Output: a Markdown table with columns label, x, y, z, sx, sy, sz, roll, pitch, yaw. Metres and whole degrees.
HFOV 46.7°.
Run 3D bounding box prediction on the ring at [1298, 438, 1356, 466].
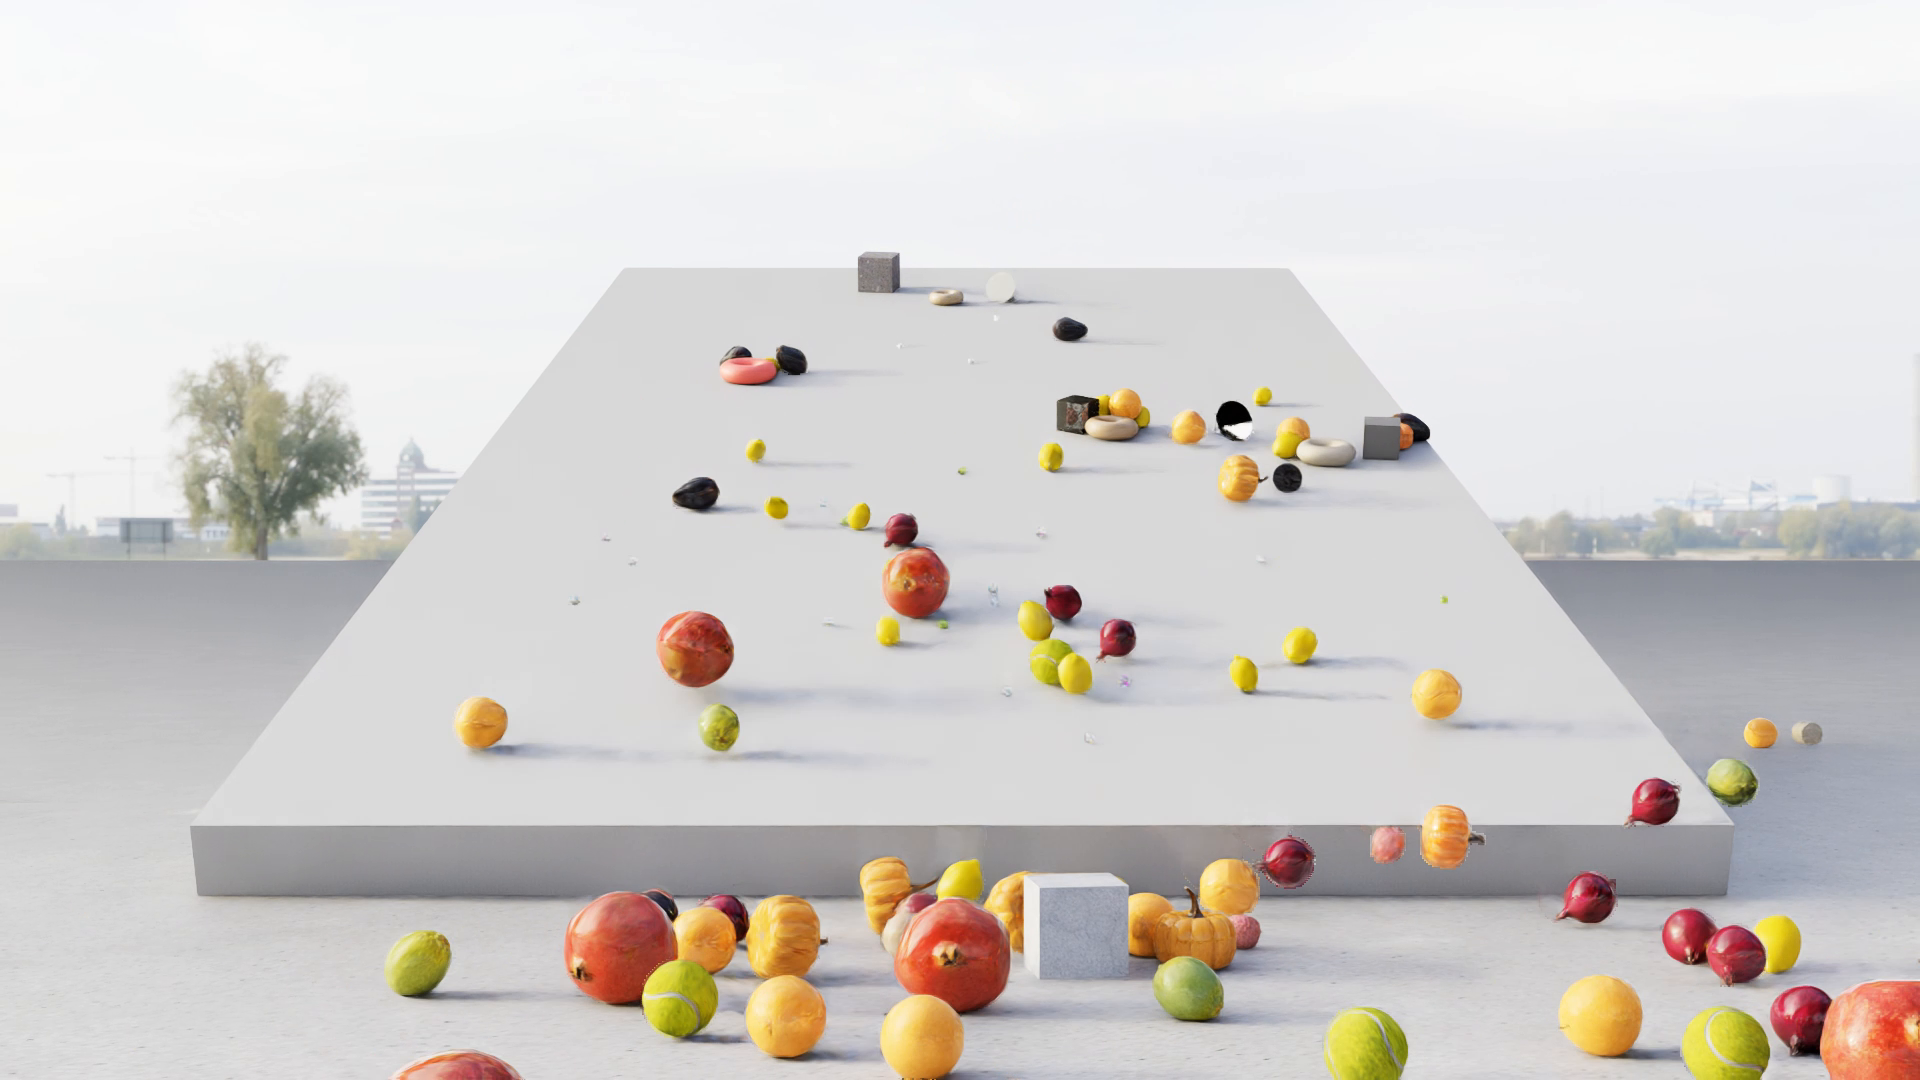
| label | x | y | z | sx | sy | sz | roll | pitch | yaw |
| --- | --- | --- | --- | --- | --- | --- | --- | --- | --- |
| ring | 0.755 | -0.181 | 4.586 | 0.122 | 0.041 | 0.122 | 0 | 16 | 0 |

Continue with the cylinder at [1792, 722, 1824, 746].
| label | x | y | z | sx | sy | sz | roll | pitch | yaw |
| --- | --- | --- | --- | --- | --- | --- | --- | --- | --- |
| cylinder | 1.982 | 0.453 | 5.208 | 0.052 | 0.052 | 0.052 | 0 | 0 | -6 |

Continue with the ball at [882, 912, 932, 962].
| label | x | y | z | sx | sy | sz | roll | pitch | yaw |
| --- | --- | --- | --- | --- | --- | --- | --- | --- | --- |
| ball | -0.058 | 0.435 | 2.439 | 0.054 | 0.054 | 0.054 | 0 | 0 | 0 |

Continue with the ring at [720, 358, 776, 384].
| label | x | y | z | sx | sy | sz | roll | pitch | yaw |
| --- | --- | --- | --- | --- | --- | --- | --- | --- | --- |
| ring | -0.503 | -0.401 | 5.280 | 0.135 | 0.045 | 0.135 | 1 | 17 | 0 |

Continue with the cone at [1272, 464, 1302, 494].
| label | x | y | z | sx | sy | sz | roll | pitch | yaw |
| --- | --- | --- | --- | --- | --- | --- | --- | --- | --- |
| cone | 0.643 | -0.116 | 4.400 | 0.059 | 0.059 | 0.059 | 0 | -9 | -1 |

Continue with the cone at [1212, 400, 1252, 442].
| label | x | y | z | sx | sy | sz | roll | pitch | yaw |
| --- | --- | --- | --- | --- | --- | --- | --- | --- | --- |
| cone | 0.567 | -0.245 | 4.791 | 0.089 | 0.089 | 0.089 | 0 | -11 | -26 |

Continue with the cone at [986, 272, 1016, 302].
| label | x | y | z | sx | sy | sz | roll | pitch | yaw |
| --- | --- | --- | --- | --- | --- | --- | --- | --- | --- |
| cone | 0.131 | -0.693 | 6.226 | 0.089 | 0.089 | 0.089 | 0 | -11 | 25 |

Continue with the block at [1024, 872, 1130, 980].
| label | x | y | z | sx | sy | sz | roll | pitch | yaw |
| --- | --- | --- | --- | --- | --- | --- | --- | --- | --- |
| block | 0.124 | 0.413 | 2.391 | 0.096 | 0.096 | 0.096 | 0 | 0 | -8 |

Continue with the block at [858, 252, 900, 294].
| label | x | y | z | sx | sy | sz | roll | pitch | yaw |
| --- | --- | --- | --- | --- | --- | --- | --- | --- | --- |
| block | -0.231 | -0.765 | 6.355 | 0.100 | 0.100 | 0.100 | 3 | 18 | 11 |

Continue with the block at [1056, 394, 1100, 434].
| label | x | y | z | sx | sy | sz | roll | pitch | yaw |
| --- | --- | --- | --- | --- | --- | --- | --- | --- | --- |
| block | 0.256 | -0.272 | 4.831 | 0.067 | 0.067 | 0.067 | 13 | 21 | 35 |

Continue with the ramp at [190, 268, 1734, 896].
| label | x | y | z | sx | sy | sz | roll | pitch | yaw |
| --- | --- | --- | --- | --- | --- | --- | --- | --- | --- |
| ramp | -0.003 | -0.177 | 4.806 | 2.000 | 0.100 | 4.000 | 0 | 17 | 0 |

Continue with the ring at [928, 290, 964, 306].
| label | x | y | z | sx | sy | sz | roll | pitch | yaw |
| --- | --- | --- | --- | --- | --- | --- | --- | --- | --- |
| ring | -0.038 | -0.673 | 6.177 | 0.098 | 0.033 | 0.098 | -1 | 17 | 0 |

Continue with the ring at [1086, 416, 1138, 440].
| label | x | y | z | sx | sy | sz | roll | pitch | yaw |
| --- | --- | --- | --- | --- | --- | --- | --- | --- | --- |
| ring | 0.326 | -0.242 | 4.780 | 0.115 | 0.038 | 0.115 | 2 | 14 | -1 |

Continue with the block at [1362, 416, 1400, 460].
| label | x | y | z | sx | sy | sz | roll | pitch | yaw |
| --- | --- | --- | --- | --- | --- | --- | --- | --- | --- |
| block | 0.876 | -0.211 | 4.627 | 0.073 | 0.073 | 0.073 | 3 | 18 | 9 |
